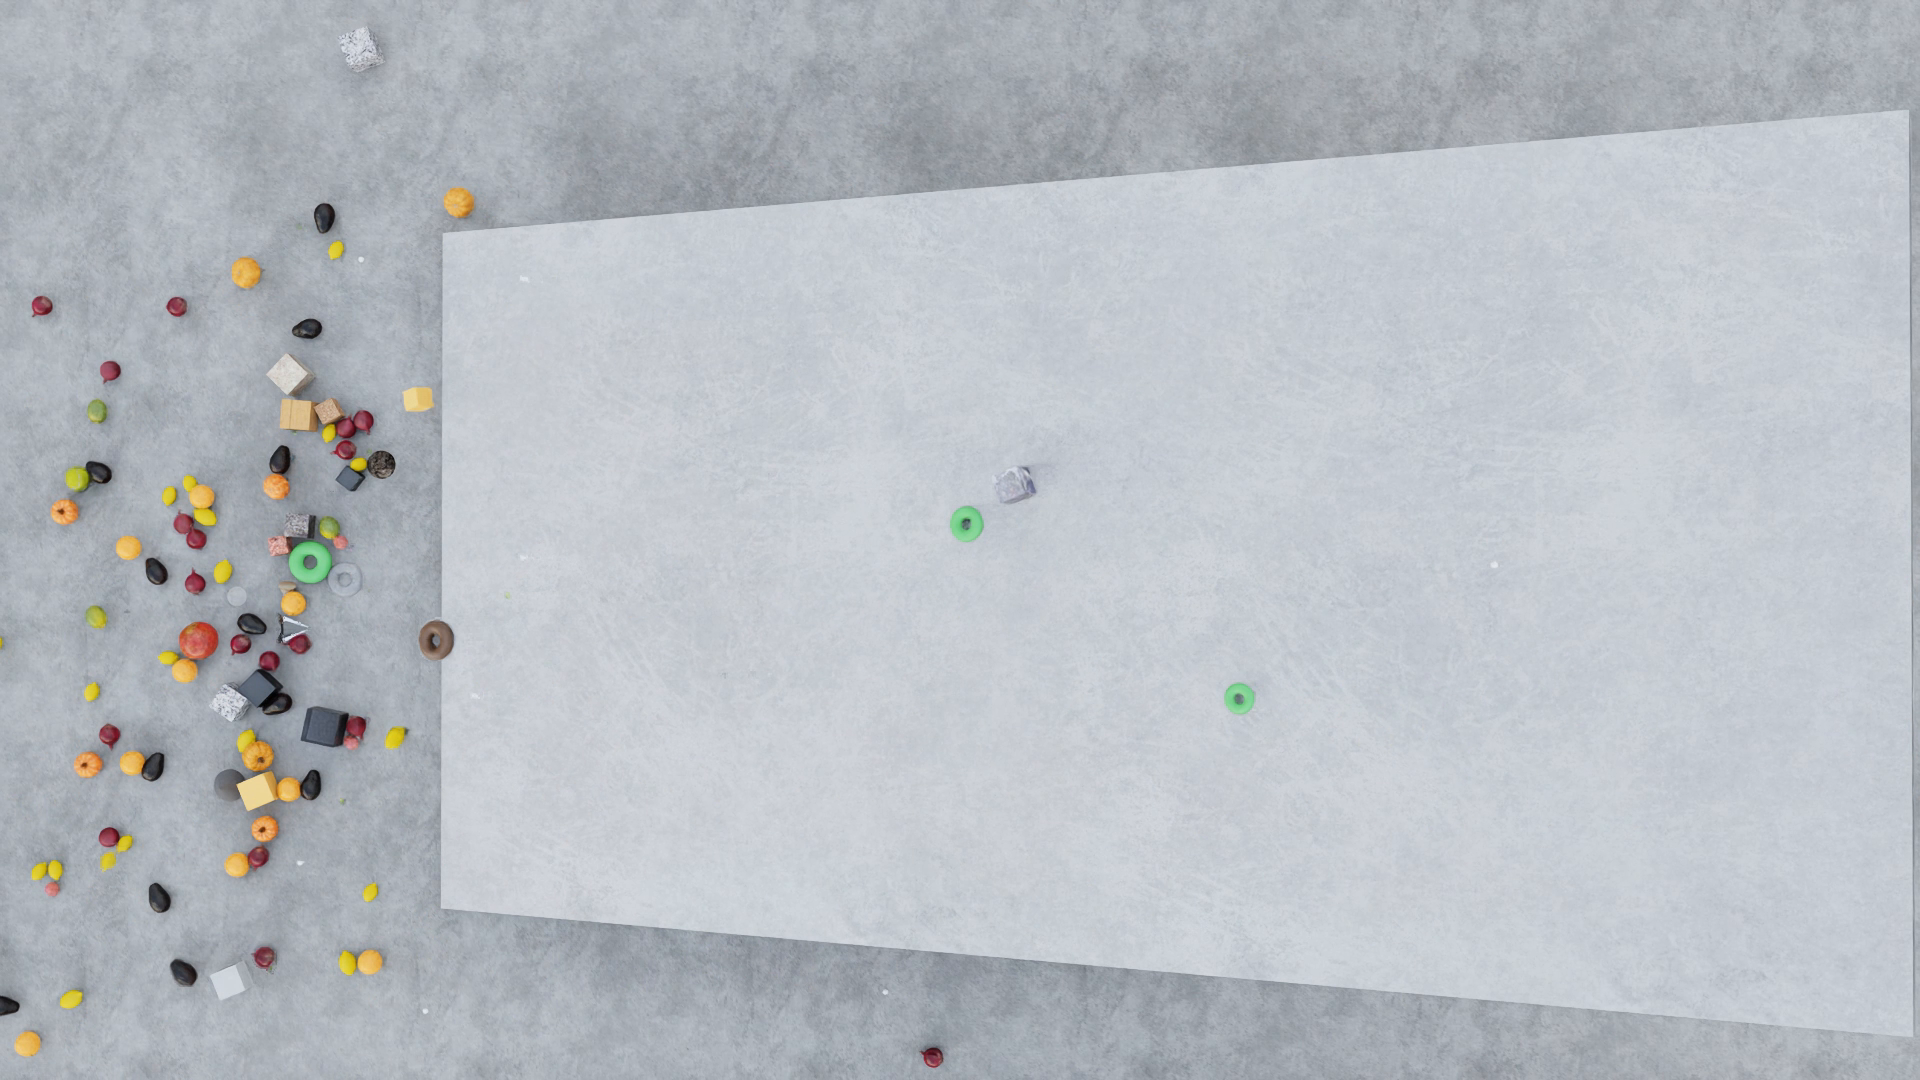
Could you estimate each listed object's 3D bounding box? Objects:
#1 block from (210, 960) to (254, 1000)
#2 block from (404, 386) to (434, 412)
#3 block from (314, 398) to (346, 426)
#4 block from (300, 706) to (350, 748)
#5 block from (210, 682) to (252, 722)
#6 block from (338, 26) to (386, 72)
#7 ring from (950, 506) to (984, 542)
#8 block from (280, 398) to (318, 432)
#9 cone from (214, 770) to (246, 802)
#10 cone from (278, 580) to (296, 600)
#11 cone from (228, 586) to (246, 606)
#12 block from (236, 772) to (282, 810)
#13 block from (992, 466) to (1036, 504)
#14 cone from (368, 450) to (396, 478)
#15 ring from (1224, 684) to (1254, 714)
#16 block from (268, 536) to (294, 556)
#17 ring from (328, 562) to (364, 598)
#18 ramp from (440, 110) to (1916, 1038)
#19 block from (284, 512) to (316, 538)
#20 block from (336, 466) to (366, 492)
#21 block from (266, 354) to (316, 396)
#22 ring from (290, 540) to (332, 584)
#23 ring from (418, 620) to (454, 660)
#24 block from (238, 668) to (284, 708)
[{"bbox_3d":[-2.168,1.311,6.550,0.081,0.081,0.081,-22,89,0],"label":"block"},{"bbox_3d":[-1.611,-0.419,6.541,0.058,0.058,0.058,-17,79,36],"label":"block"},{"bbox_3d":[-1.886,-0.384,6.580,0.059,0.059,0.059,-29,89,0],"label":"block"},{"bbox_3d":[-1.891,0.556,6.550,0.099,0.099,0.099,12,89,0],"label":"block"},{"bbox_3d":[-2.170,0.483,6.559,0.083,0.083,0.083,34,89,0],"label":"block"},{"bbox_3d":[-1.789,-1.466,6.575,0.093,0.093,0.093,-21,89,0],"label":"block"},{"bbox_3d":[0.017,-0.041,5.731,0.094,0.031,0.094,-1,88,27],"label":"ring"},{"bbox_3d":[-1.971,-0.371,6.566,0.087,0.087,0.087,5,89,0],"label":"block"},{"bbox_3d":[-2.190,0.736,6.548,0.097,0.097,0.097,0,89,0],"label":"cone"},{"bbox_3d":[-2.017,0.159,6.592,0.053,0.053,0.053,5,122,0],"label":"cone"},{"bbox_3d":[-2.171,0.169,6.574,0.059,0.059,0.059,0,89,0],"label":"cone"},{"bbox_3d":[-2.087,0.747,6.554,0.085,0.085,0.085,-23,89,0],"label":"block"},{"bbox_3d":[0.139,-0.140,5.648,0.074,0.074,0.074,-23,80,24],"label":"block"},{"bbox_3d":[-1.738,-0.227,6.565,0.086,0.086,0.086,0,89,0],"label":"cone"},{"bbox_3d":[0.686,0.390,5.399,0.077,0.026,0.077,0,90,25],"label":"ring"},{"bbox_3d":[-2.032,0.017,6.578,0.054,0.054,0.054,-11,89,0],"label":"block"},{"bbox_3d":[-1.841,0.118,6.586,0.109,0.036,0.109,0,90,-1],"label":"ring"},{"bbox_3d":[0.280,0.080,5.673,4.000,0.100,2.000,0,89,26],"label":"ramp"},{"bbox_3d":[-1.972,-0.043,6.571,0.069,0.069,0.069,5,89,0],"label":"block"},{"bbox_3d":[-1.824,-0.184,6.580,0.055,0.055,0.055,37,89,0],"label":"block"},{"bbox_3d":[-1.997,-0.492,6.567,0.088,0.088,0.088,44,90,0],"label":"block"},{"bbox_3d":[-1.945,0.066,6.583,0.128,0.043,0.128,0,90,-1],"label":"ring"},{"bbox_3d":[-1.547,0.295,6.496,0.119,0.040,0.119,0,90,25],"label":"ring"},{"bbox_3d":[-2.086,0.442,6.560,0.080,0.080,0.080,43,90,0],"label":"block"}]
